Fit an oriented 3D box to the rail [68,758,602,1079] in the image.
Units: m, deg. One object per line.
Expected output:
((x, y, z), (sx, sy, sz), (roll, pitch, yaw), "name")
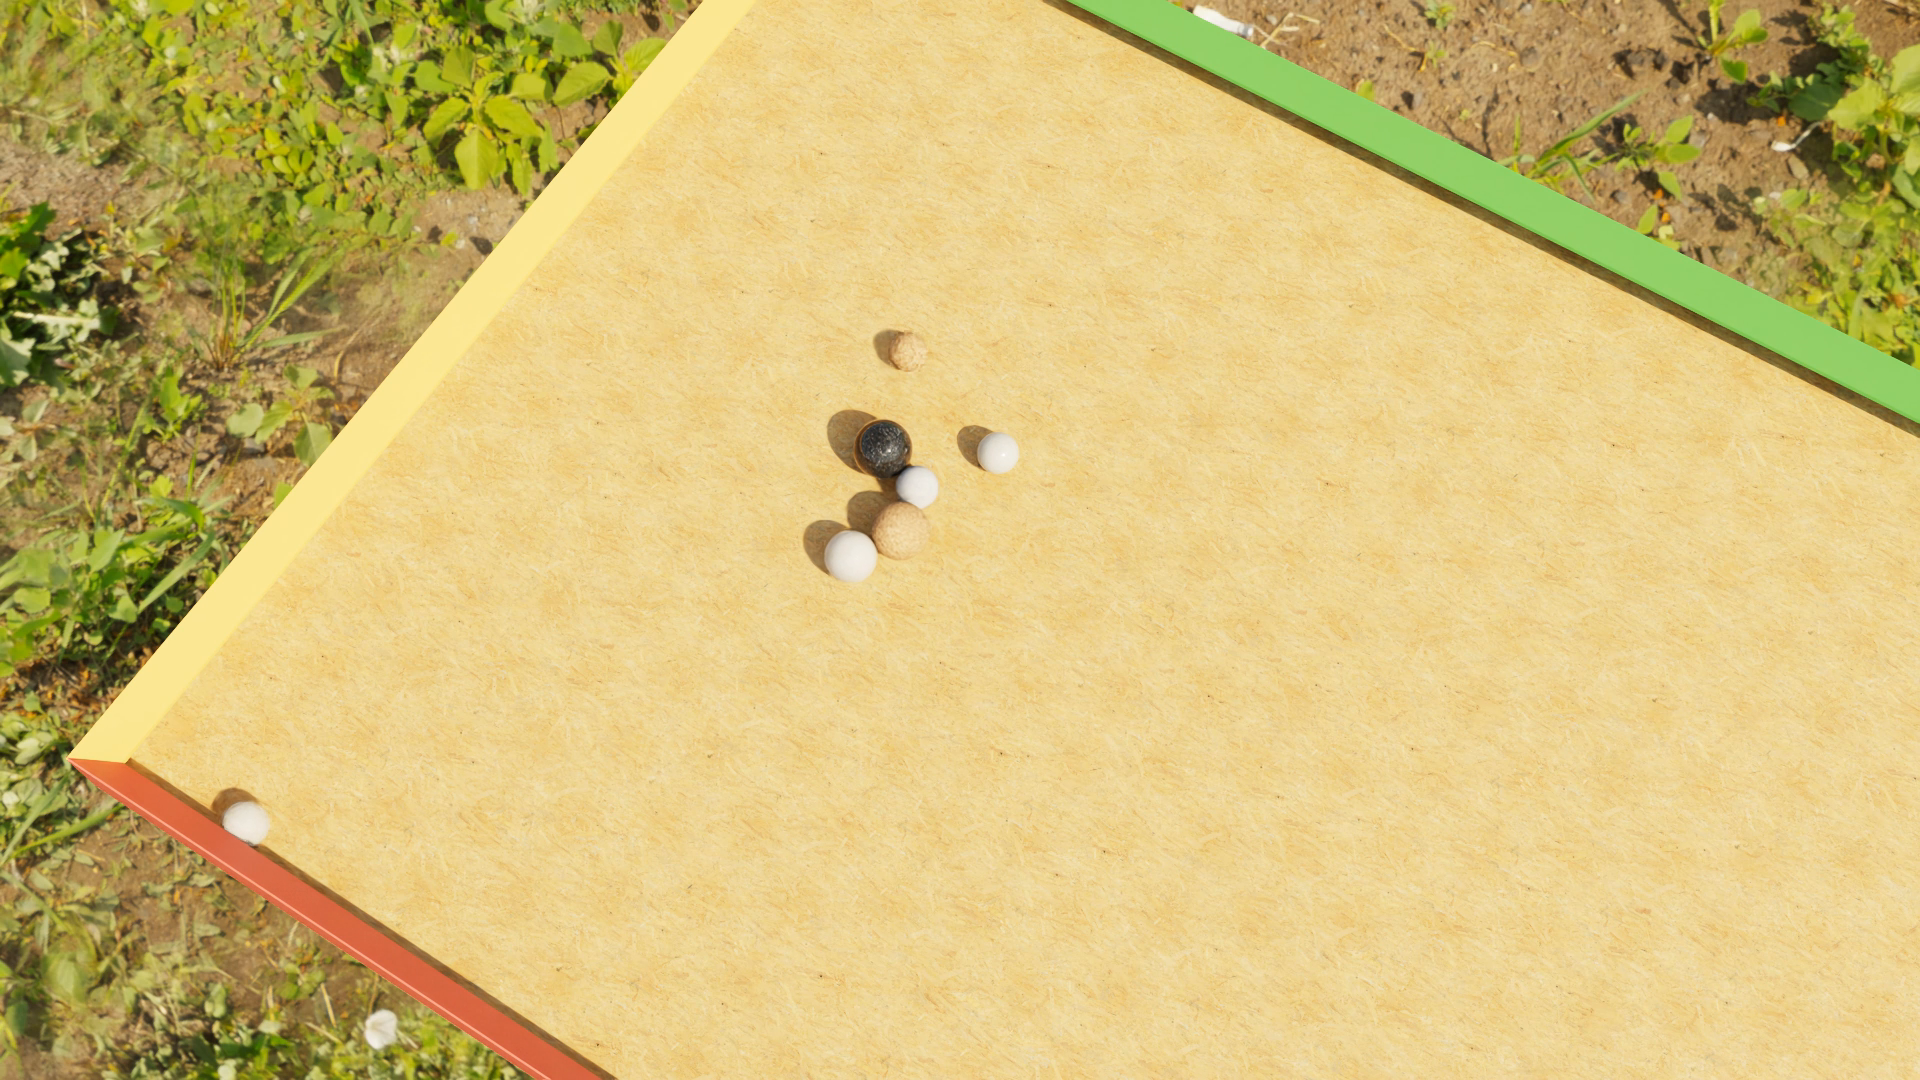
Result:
((0.237, 1.230, 2.961), (3.709, 0.129, 0.045), (30, 68, 13), "rail")

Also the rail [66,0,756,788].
((-0.766, -0.445, 3.741), (0.045, 0.129, 2.115), (30, 68, 13), "rail")

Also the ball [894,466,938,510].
((-0.071, -0.086, 3.607), (0.072, 0.072, 0.072), (0, 65, 0), "ball")

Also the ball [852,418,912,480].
((-0.127, -0.150, 3.621), (0.100, 0.100, 0.100), (0, 65, 0), "ball")

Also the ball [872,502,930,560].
((-0.096, -0.014, 3.560), (0.096, 0.096, 0.096), (0, 65, 0), "ball")

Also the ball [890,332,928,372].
((-0.086, -0.317, 3.717), (0.066, 0.066, 0.066), (0, 65, 0), "ball")

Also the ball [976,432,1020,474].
((0.063, -0.144, 3.634), (0.070, 0.070, 0.070), (0, 65, 0), "ball")

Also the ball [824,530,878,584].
((-0.176, 0.027, 3.546), (0.086, 0.086, 0.086), (0, 65, 0), "ball")

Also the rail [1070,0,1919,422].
((1.335, -0.359, 3.701), (3.709, 0.129, 0.045), (30, 68, 13), "rail")

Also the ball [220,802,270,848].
((-1.093, 0.436, 3.363), (0.072, 0.072, 0.072), (0, 65, 0), "ball")
